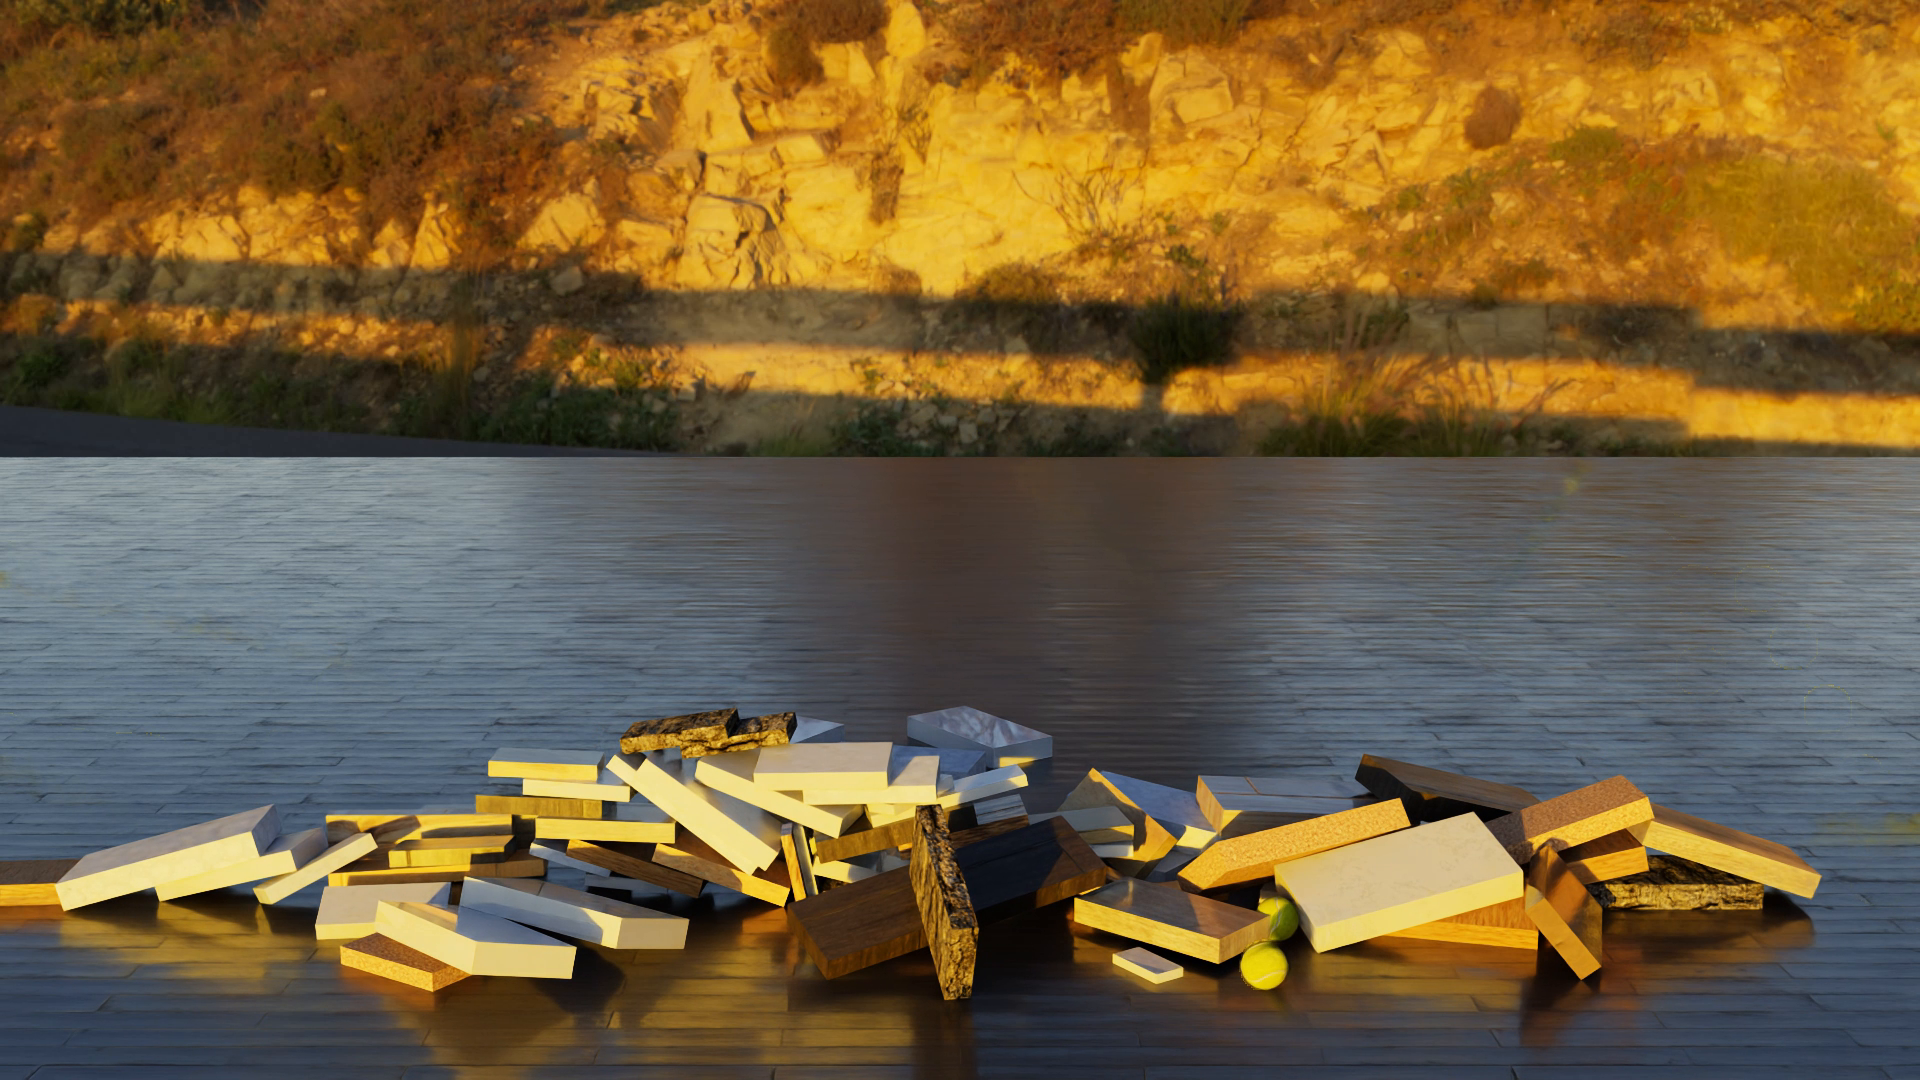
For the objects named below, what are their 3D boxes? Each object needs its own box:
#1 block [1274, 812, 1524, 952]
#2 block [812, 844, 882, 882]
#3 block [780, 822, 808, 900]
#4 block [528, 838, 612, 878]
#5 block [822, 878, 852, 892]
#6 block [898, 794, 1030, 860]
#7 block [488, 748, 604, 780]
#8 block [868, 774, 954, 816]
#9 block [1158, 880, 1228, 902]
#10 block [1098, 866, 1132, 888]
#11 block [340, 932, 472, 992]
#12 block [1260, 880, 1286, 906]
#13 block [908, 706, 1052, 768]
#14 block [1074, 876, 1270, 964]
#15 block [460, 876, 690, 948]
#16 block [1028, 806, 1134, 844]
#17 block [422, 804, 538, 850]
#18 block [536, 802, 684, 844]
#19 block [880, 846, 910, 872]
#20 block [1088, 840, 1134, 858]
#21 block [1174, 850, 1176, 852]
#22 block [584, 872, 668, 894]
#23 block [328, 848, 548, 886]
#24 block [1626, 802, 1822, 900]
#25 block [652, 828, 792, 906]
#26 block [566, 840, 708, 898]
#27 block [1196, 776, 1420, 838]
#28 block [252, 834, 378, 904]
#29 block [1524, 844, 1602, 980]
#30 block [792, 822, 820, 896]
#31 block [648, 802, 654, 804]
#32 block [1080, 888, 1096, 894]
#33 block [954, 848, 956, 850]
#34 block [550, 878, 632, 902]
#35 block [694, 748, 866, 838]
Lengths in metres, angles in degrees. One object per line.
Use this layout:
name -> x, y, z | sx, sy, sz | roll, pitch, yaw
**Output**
block -> 0.695, 0.541, 3.494 | 0.346, 0.049, 0.173 | -13, 28, -9
block -> -0.137, 0.548, 3.661 | 0.217, 0.031, 0.108 | 14, 9, -5
block -> -0.272, 0.535, 3.623 | 0.018, 0.124, 0.062 | -12, 11, -1
block -> -0.640, 0.521, 3.650 | 0.137, 0.019, 0.068 | 17, 10, -1
block -> -0.166, 0.582, 3.666 | 0.124, 0.018, 0.062 | -1, 11, -5
block -> 0.002, 0.475, 3.641 | 0.217, 0.031, 0.108 | -12, 12, -3
block -> -0.687, 0.372, 3.660 | 0.177, 0.025, 0.089 | 2, 9, -1
block -> -0.081, 0.415, 3.602 | 0.133, 0.019, 0.067 | -22, 16, -39
block -> 0.370, 0.585, 3.646 | 0.134, 0.019, 0.067 | -4, 11, -20
block -> 0.230, 0.555, 3.649 | 0.134, 0.019, 0.067 | 23, 10, 7
block -> -0.835, 0.636, 3.344 | 0.200, 0.028, 0.100 | 7, 13, 33
block -> 0.573, 0.586, 3.635 | 0.141, 0.020, 0.071 | 4, 11, 20
block -> 0.038, 0.406, 4.546 | 0.150, 0.043, 0.301 | -8, 13, -36
block -> 0.332, 0.595, 3.460 | 0.277, 0.039, 0.139 | 9, 14, 40
block -> -0.605, 0.583, 3.442 | 0.327, 0.046, 0.163 | 7, -5, 32
block -> 0.189, 0.480, 3.667 | 0.180, 0.026, 0.090 | -4, 15, -15
block -> -0.822, 0.511, 3.805 | 0.210, 0.105, 0.030 | 0, 11, -1
block -> -0.575, 0.465, 3.641 | 0.229, 0.032, 0.114 | 2, 9, 3
block -> -0.023, 0.546, 3.661 | 0.217, 0.031, 0.108 | 15, 9, -6
block -> 0.219, 0.510, 3.661 | 0.134, 0.019, 0.067 | 0, 6, 2
block -> 0.348, 0.535, 3.887 | 0.208, 0.029, 0.104 | 7, 13, 34
block -> -0.550, 0.562, 3.662 | 0.137, 0.019, 0.068 | 6, 10, 1
block -> -0.864, 0.546, 3.657 | 0.346, 0.027, 0.095 | -3, 4, -6
block -> 1.257, 0.508, 3.656 | 0.299, 0.042, 0.149 | 18, 10, -4
block -> -0.391, 0.538, 3.653 | 0.229, 0.032, 0.114 | 20, 10, -3
block -> -0.529, 0.528, 3.654 | 0.229, 0.032, 0.114 | 18, 10, 2
block -> 0.603, 0.469, 3.825 | 0.349, 0.049, 0.175 | 3, 13, -9
block -> -1.064, 0.541, 3.628 | 0.190, 0.027, 0.095 | -28, 7, -29
block -> 0.939, 0.574, 3.416 | 0.037, 0.131, 0.263 | -40, -3, 19
block -> -0.256, 0.528, 3.659 | 0.018, 0.124, 0.062 | -12, 11, -1
block -> -0.465, 0.499, 3.958 | 0.181, 0.026, 0.090 | 12, 1, 9
block -> 0.152, 0.544, 3.667 | 0.180, 0.026, 0.090 | 21, 10, -4
block -> 0.062, 0.538, 3.660 | 0.180, 0.025, 0.090 | 21, 9, -6
block -> -0.616, 0.582, 3.659 | 0.137, 0.019, 0.068 | -1, 11, -5
block -> -0.290, 0.404, 3.632 | 0.264, 0.037, 0.132 | 20, 22, 15
